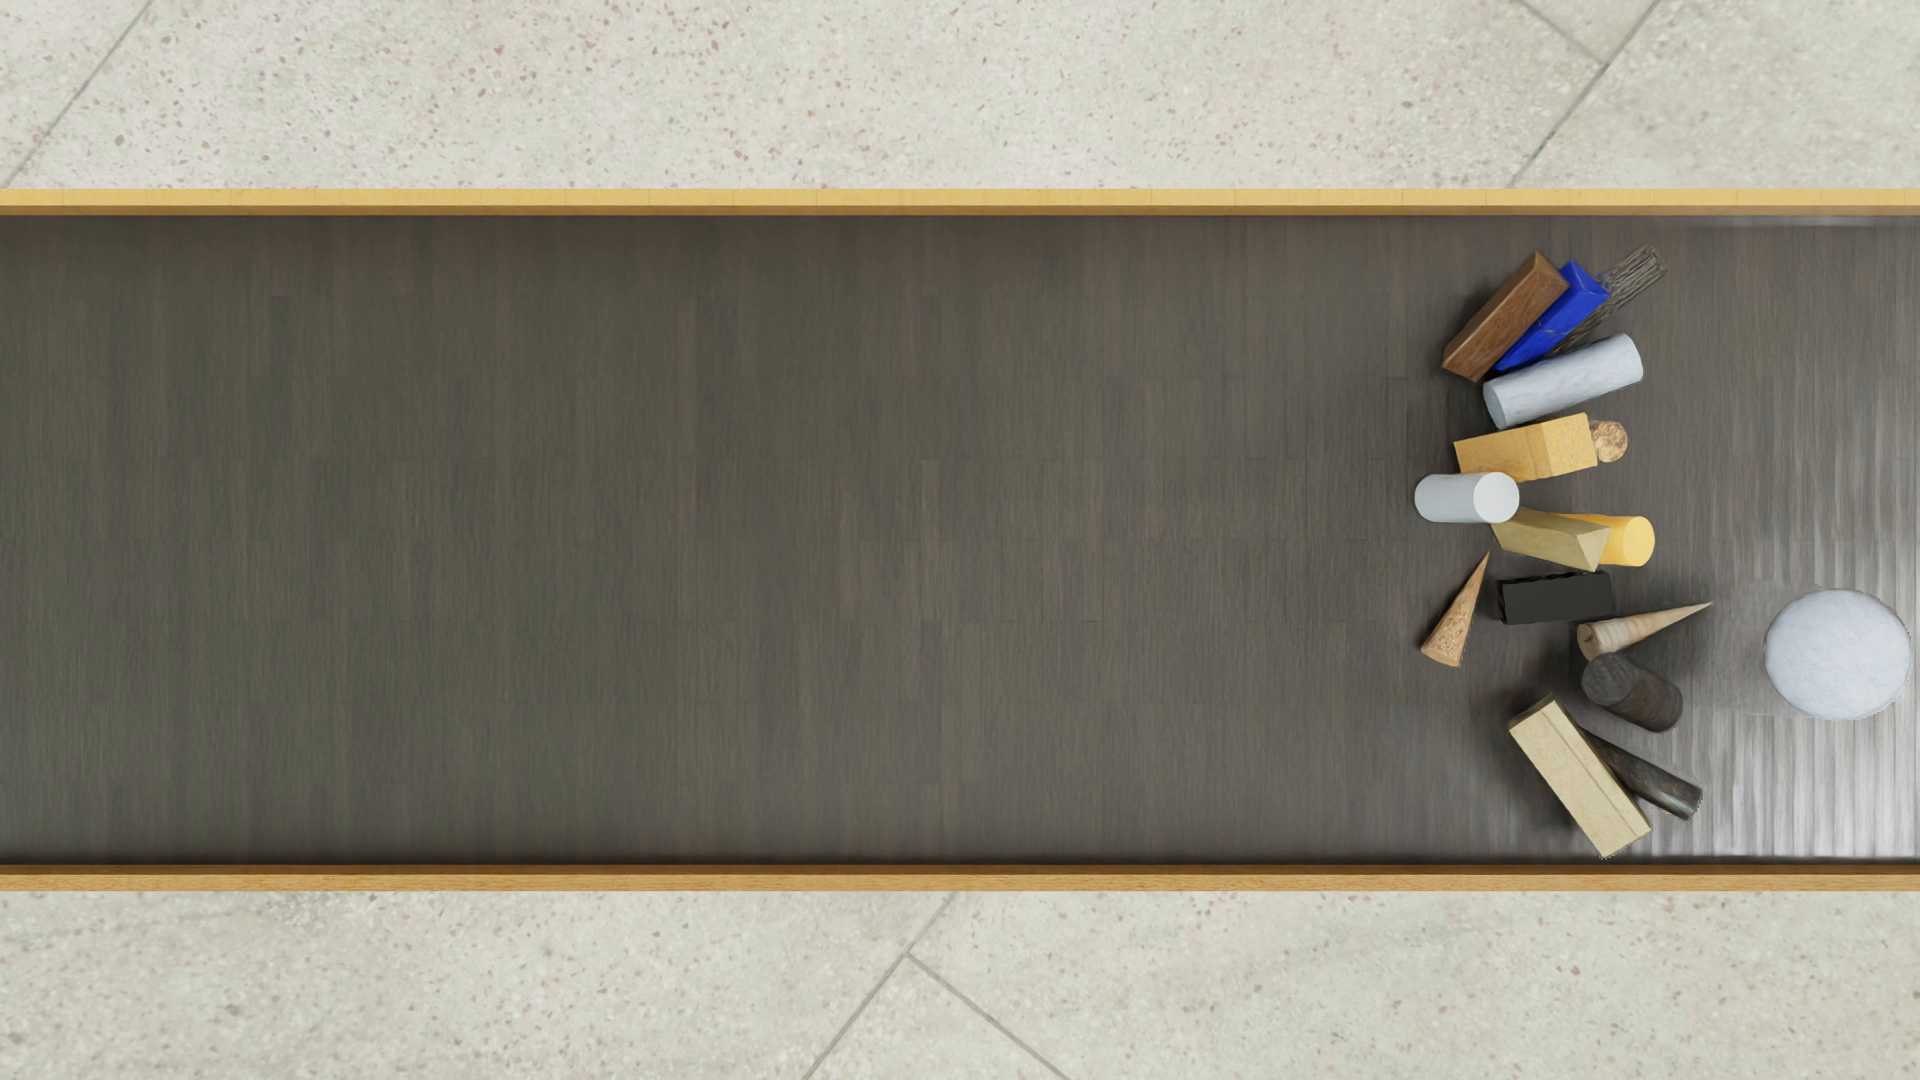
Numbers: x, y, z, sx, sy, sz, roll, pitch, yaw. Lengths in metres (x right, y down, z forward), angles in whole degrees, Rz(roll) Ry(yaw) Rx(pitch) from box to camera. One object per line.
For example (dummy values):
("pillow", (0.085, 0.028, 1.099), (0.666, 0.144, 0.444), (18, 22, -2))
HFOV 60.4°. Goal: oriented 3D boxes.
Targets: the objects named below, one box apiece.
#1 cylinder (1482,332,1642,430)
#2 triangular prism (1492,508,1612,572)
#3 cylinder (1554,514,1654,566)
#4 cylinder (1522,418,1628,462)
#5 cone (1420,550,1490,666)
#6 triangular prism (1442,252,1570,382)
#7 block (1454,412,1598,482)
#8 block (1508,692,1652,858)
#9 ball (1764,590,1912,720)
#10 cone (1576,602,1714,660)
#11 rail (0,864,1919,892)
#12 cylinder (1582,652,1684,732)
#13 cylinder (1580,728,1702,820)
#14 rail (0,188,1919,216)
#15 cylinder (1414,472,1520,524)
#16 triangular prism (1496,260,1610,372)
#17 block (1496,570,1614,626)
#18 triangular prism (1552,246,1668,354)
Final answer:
("cylinder", (1.818, -0.479, 4.985), (0.428, 0.158, 0.158), (-20, 90, 3))
("triangular prism", (1.761, -0.029, 4.907), (0.119, 0.351, 0.138), (-41, 116, -14))
("cylinder", (1.884, -0.003, 4.907), (0.144, 0.309, 0.144), (-2, 94, -31))
("cylinder", (1.809, -0.300, 4.879), (0.117, 0.377, 0.117), (-1, 96, -12))
("cone", (1.546, 0.189, 5.047), (0.119, 0.119, 0.383), (28, 81, 0))
("triangular prism", (1.593, -0.658, 4.889), (0.145, 0.125, 0.399), (54, 128, 22))
("block", (1.657, -0.255, 4.853), (0.154, 0.421, 0.154), (-13, 90, -18))
("block", (1.834, 0.694, 4.893), (0.156, 0.156, 0.453), (-38, 82, 17))
("ball", (2.422, 0.316, 4.560), (0.360, 0.360, 0.360), (0, 90, 0))
("cone", (2.120, 0.252, 5.046), (0.441, 0.123, 0.123), (-17, 90, -8))
("rail", (-2.247, 1.025, 5.001), (12.000, 0.150, 0.050), (0, 90, 0))
("cylinder", (2.006, 0.456, 4.915), (0.318, 0.160, 0.160), (24, 90, -38))
("cylinder", (2.006, 0.693, 4.973), (0.421, 0.105, 0.105), (28, 90, 15))
("rail", (-2.247, -1.025, 5.002), (12.000, 0.150, 0.050), (0, 90, 0))
("cylinder", (1.498, -0.125, 4.890), (0.146, 0.351, 0.146), (0, 92, -12))
("triangular prism", (1.737, -0.642, 4.907), (0.152, 0.132, 0.347), (43, 127, 3))
("block", (1.796, 0.174, 4.984), (0.307, 0.125, 0.125), (-7, 92, 11))
("triangular prism", (1.897, -0.729, 4.912), (0.096, 0.111, 0.382), (30, 127, -26))
